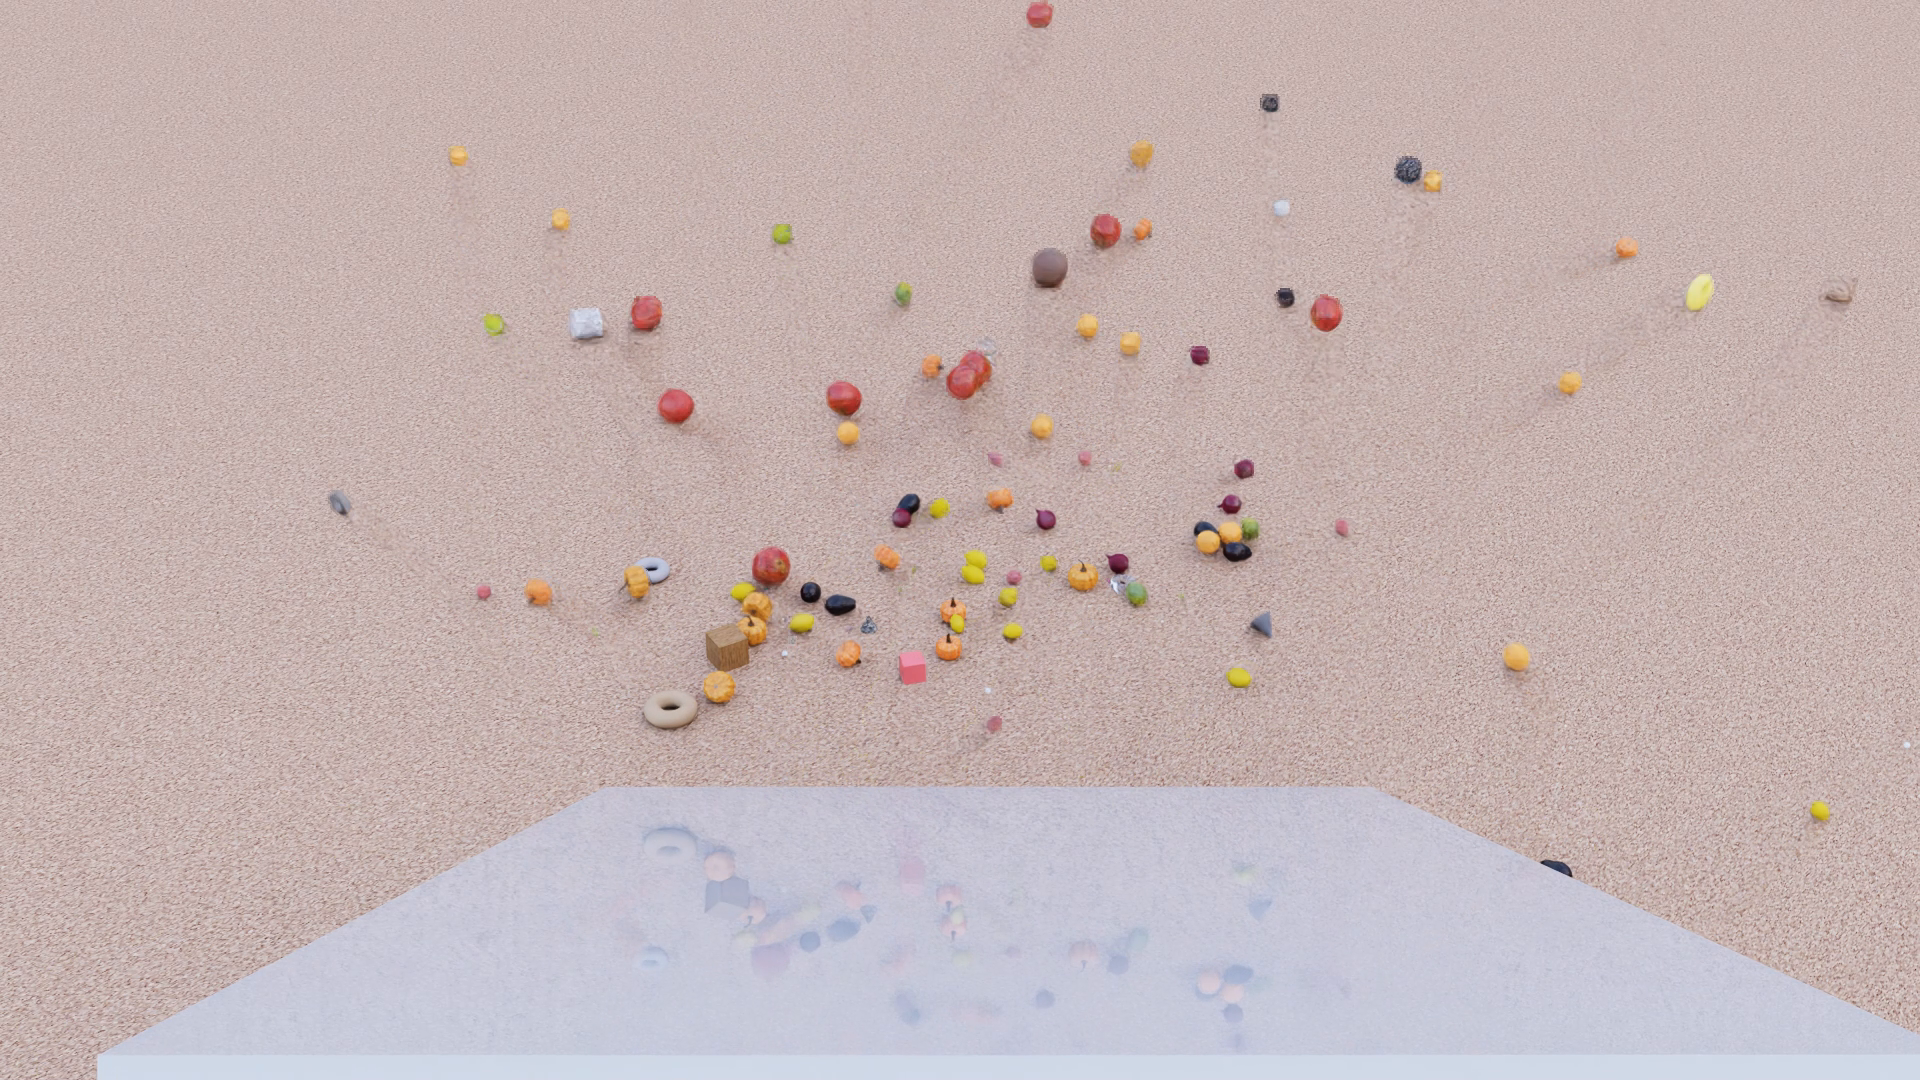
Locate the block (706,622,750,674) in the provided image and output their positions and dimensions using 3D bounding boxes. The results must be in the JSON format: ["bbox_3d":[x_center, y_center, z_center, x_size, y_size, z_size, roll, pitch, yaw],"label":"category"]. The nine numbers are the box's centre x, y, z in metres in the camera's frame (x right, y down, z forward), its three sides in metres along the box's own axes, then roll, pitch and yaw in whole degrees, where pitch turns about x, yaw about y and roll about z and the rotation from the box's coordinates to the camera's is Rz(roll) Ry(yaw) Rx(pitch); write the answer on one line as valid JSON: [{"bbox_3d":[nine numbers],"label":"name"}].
[{"bbox_3d":[-0.660,0.306,7.356,0.090,0.090,0.090,-19,38,-26],"label":"block"}]

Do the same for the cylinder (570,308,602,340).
[{"bbox_3d":[-1.285,-0.742,8.920,0.094,0.094,0.094,-9,35,-17],"label":"cylinder"}]

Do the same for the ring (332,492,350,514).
[{"bbox_3d":[-1.909,-0.113,7.995,0.075,0.075,0.025,24,37,32],"label":"ring"}]

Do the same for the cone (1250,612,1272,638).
[{"bbox_3d":[0.881,0.257,7.484,0.067,0.067,0.067,-21,66,-28],"label":"cone"}]

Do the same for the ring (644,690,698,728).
[{"bbox_3d":[-0.797,0.466,7.154,0.149,0.050,0.149,0,32,0],"label":"ring"}]

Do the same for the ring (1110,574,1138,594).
[{"bbox_3d":[0.485,0.130,7.678,0.080,0.027,0.080,1,33,-1],"label":"ring"}]

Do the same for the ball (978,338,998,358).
[{"bbox_3d":[0.095,-0.652,8.814,0.066,0.066,0.066,0,34,0],"label":"ball"}]

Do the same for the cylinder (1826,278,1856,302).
[{"bbox_3d":[3.103,-0.882,9.138,0.082,0.082,0.082,7,33,29],"label":"cylinder"}]

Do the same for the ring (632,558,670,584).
[{"bbox_3d":[-0.920,0.090,7.728,0.112,0.037,0.112,1,34,-1],"label":"ring"}]

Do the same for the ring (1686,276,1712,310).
[{"bbox_3d":[2.587,-0.864,9.081,0.042,0.127,0.127,27,42,37],"label":"ring"}]

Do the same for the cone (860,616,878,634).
[{"bbox_3d":[-0.263,0.237,7.495,0.051,0.051,0.051,0,34,0],"label":"cone"}]

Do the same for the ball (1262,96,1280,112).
[{"bbox_3d":[1.253,-1.760,10.473,0.070,0.070,0.070,0,34,0],"label":"ball"}]

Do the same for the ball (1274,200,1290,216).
[{"bbox_3d":[1.203,-1.239,9.701,0.060,0.060,0.060,0,34,0],"label":"ball"}]

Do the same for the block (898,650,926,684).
[{"bbox_3d":[-0.134,0.359,7.301,0.062,0.062,0.062,-8,34,-11],"label":"block"}]

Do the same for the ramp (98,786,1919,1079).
[{"bbox_3d":[0.075,0.649,4.781,2.000,0.100,4.000,0,-1,0],"label":"ramp"}]

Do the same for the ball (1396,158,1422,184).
[{"bbox_3d":[1.715,-1.411,9.925,0.096,0.096,0.096,0,34,0],"label":"ball"}]
